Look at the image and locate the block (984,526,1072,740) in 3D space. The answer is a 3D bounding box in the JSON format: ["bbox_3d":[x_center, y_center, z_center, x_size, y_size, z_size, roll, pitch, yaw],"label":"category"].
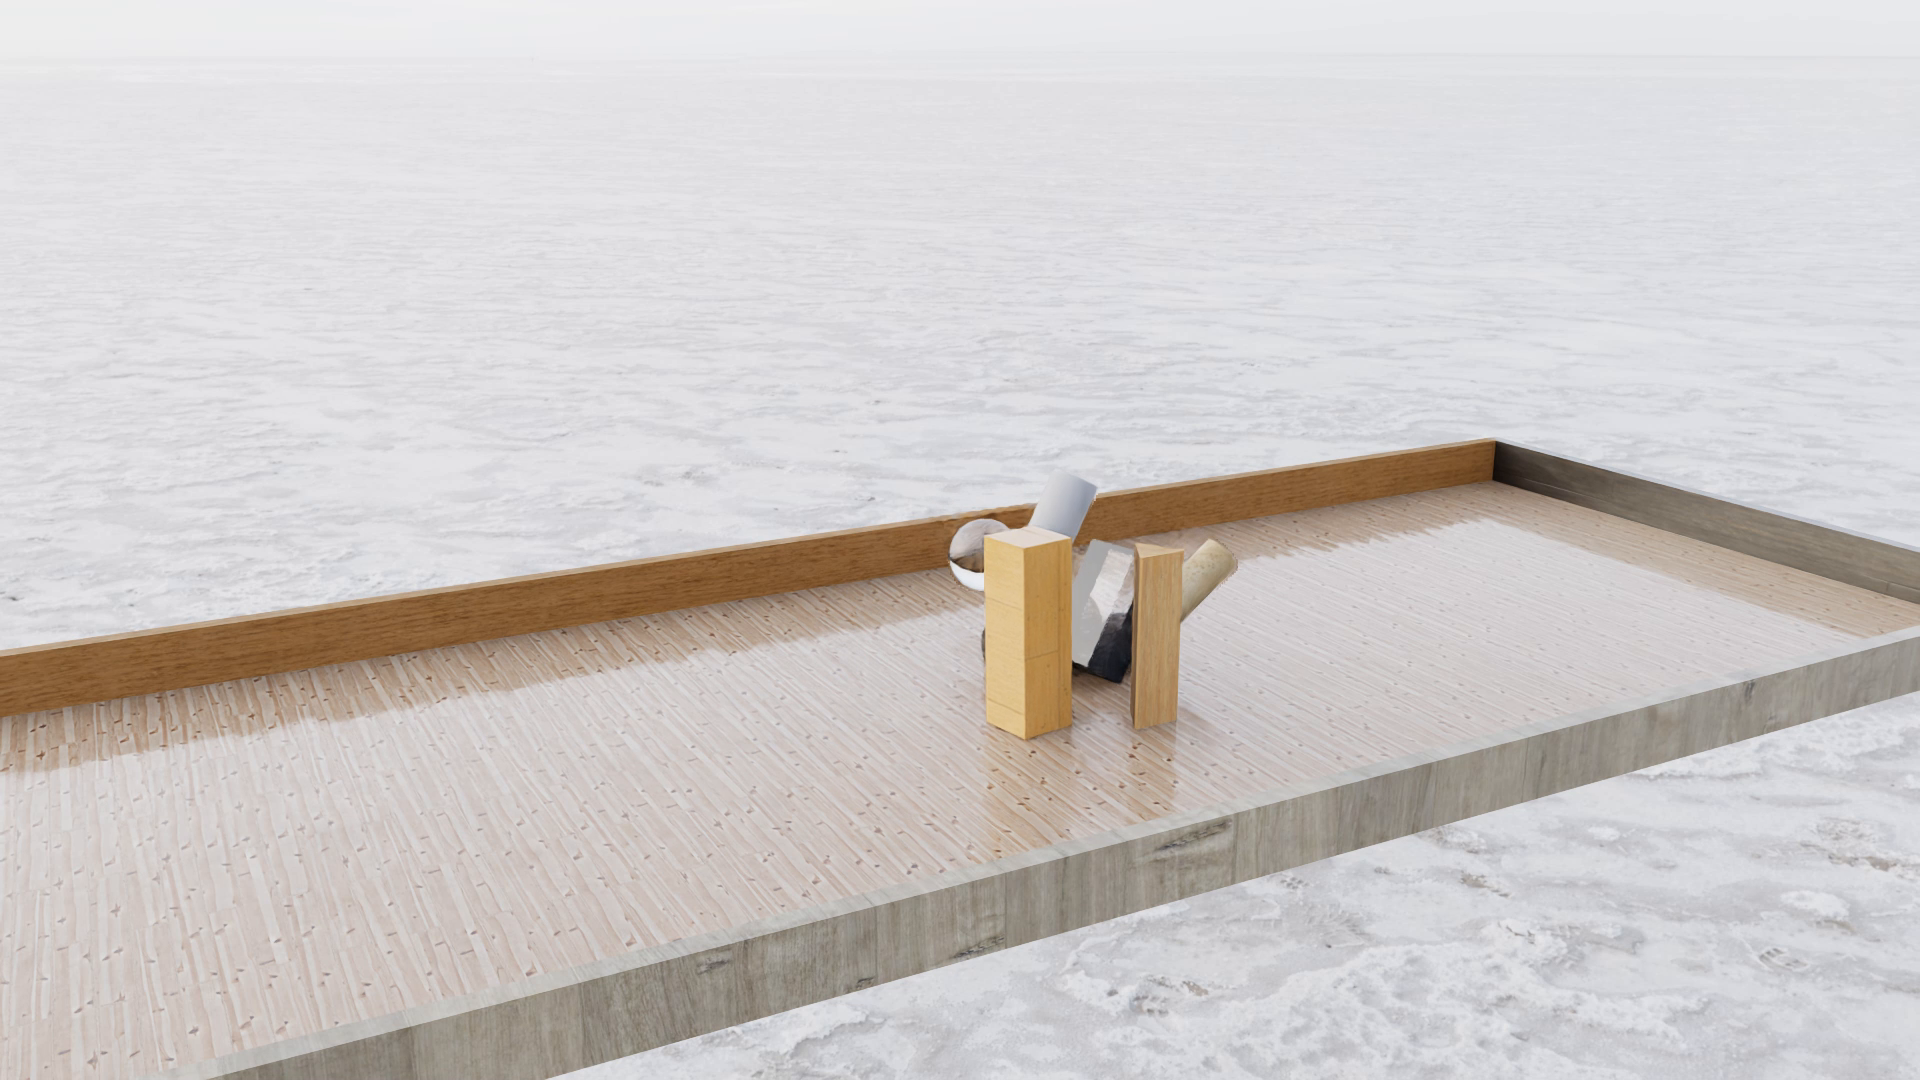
[{"bbox_3d":[0.159,0.212,3.821,0.142,0.455,0.142,-12,19,-36],"label":"block"}]

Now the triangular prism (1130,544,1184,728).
[{"bbox_3d":[0.437,0.220,3.864,0.119,0.418,0.103,-9,19,-28],"label":"triangular prism"}]

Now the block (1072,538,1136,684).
[{"bbox_3d":[0.367,0.179,4.142,0.147,0.311,0.147,17,-9,45],"label":"block"}]

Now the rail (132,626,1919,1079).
[{"bbox_3d":[-2.336,1.006,1.665,12.000,0.150,0.050,-9,18,-27],"label":"rail"}]

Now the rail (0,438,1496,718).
[{"bbox_3d":[-3.305,0.497,3.399,12.000,0.150,0.050,-9,18,-27],"label":"rail"}]

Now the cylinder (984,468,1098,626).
[{"bbox_3d":[0.215,0.043,4.393,0.129,0.455,0.129,24,-2,1],"label":"cylinder"}]

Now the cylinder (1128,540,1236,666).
[{"bbox_3d":[0.547,0.163,4.250,0.375,0.103,0.103,-44,30,-10],"label":"cylinder"}]

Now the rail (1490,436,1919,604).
[{"bbox_3d":[2.466,-0.048,5.253,0.050,0.150,2.100,-9,18,-27],"label":"rail"}]

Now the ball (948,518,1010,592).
[{"bbox_3d":[0.070,0.042,4.608,0.203,0.203,0.203,0,16,0],"label":"ball"}]
